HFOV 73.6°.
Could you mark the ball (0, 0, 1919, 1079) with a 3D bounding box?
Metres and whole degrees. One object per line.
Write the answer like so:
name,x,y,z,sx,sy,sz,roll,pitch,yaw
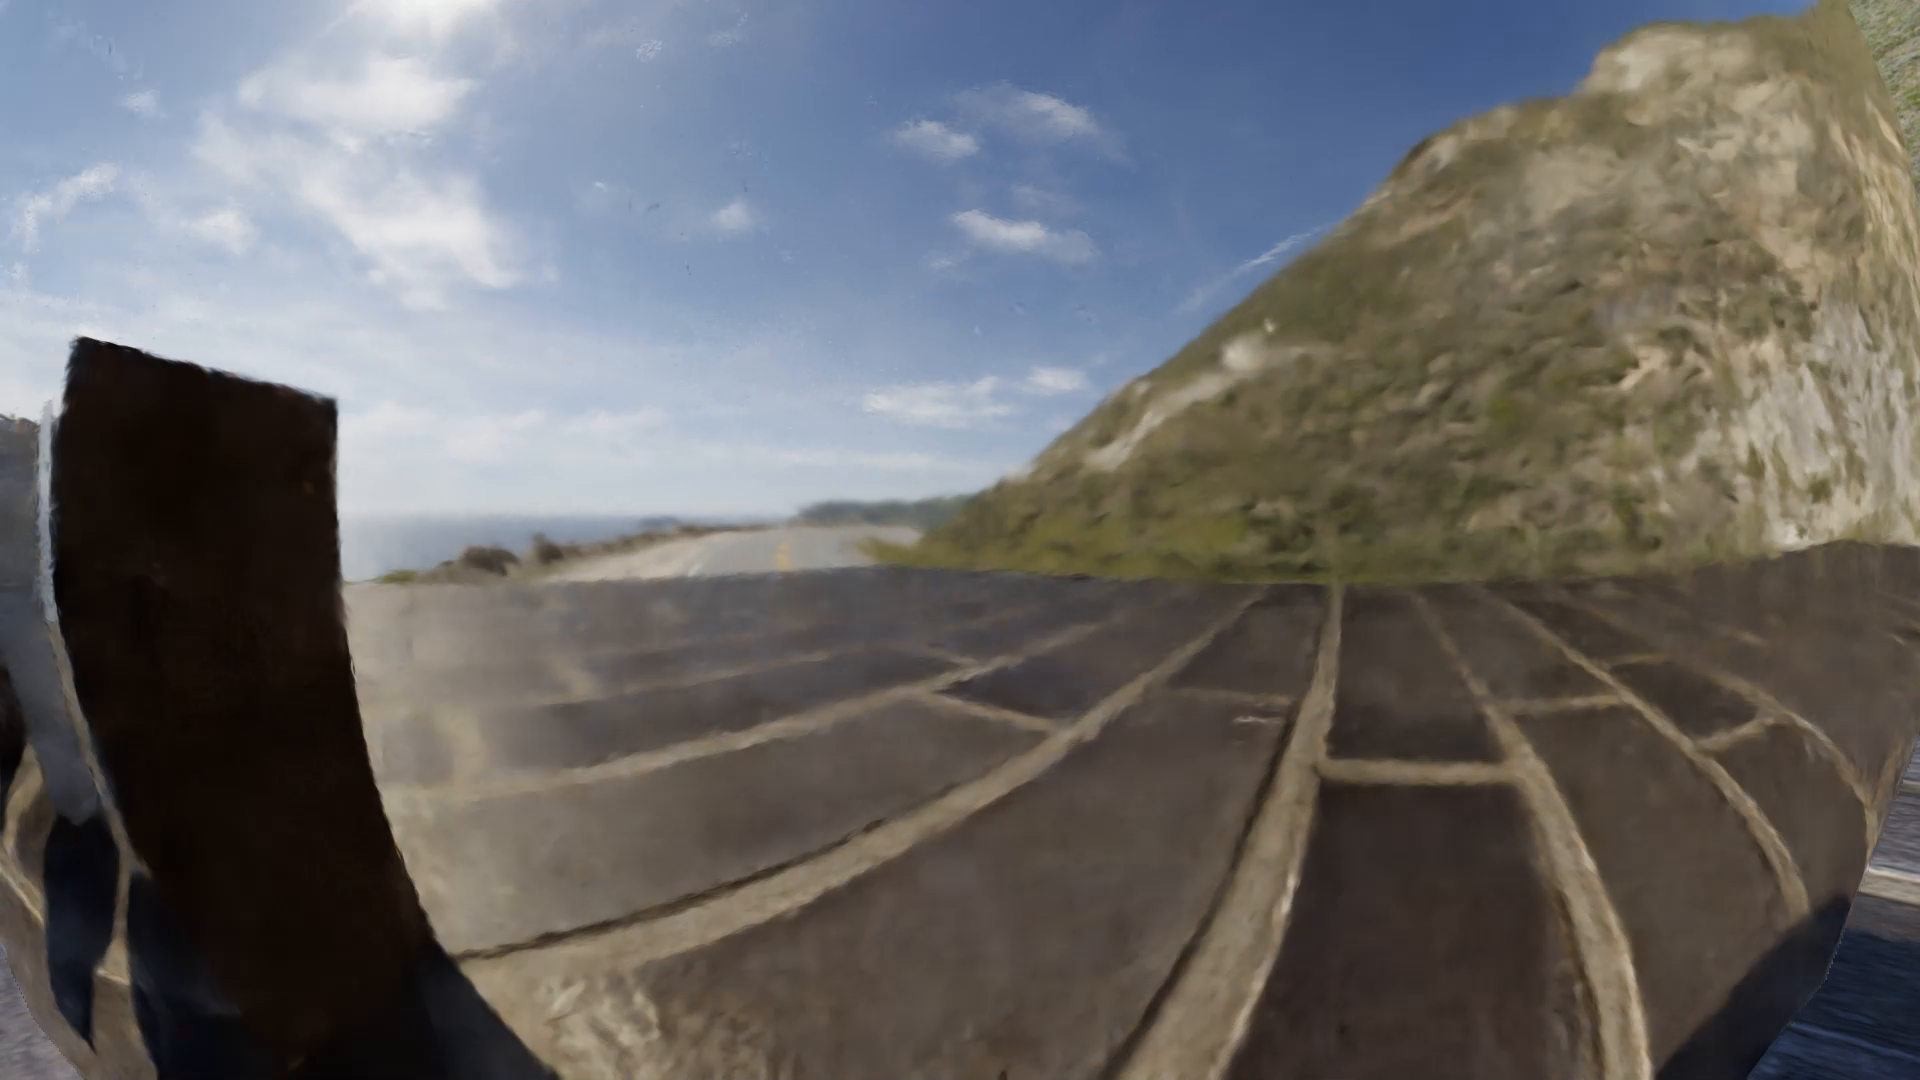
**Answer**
ball,-0.001,-0.002,0.063,0.080,0.080,0.080,0,4,0
